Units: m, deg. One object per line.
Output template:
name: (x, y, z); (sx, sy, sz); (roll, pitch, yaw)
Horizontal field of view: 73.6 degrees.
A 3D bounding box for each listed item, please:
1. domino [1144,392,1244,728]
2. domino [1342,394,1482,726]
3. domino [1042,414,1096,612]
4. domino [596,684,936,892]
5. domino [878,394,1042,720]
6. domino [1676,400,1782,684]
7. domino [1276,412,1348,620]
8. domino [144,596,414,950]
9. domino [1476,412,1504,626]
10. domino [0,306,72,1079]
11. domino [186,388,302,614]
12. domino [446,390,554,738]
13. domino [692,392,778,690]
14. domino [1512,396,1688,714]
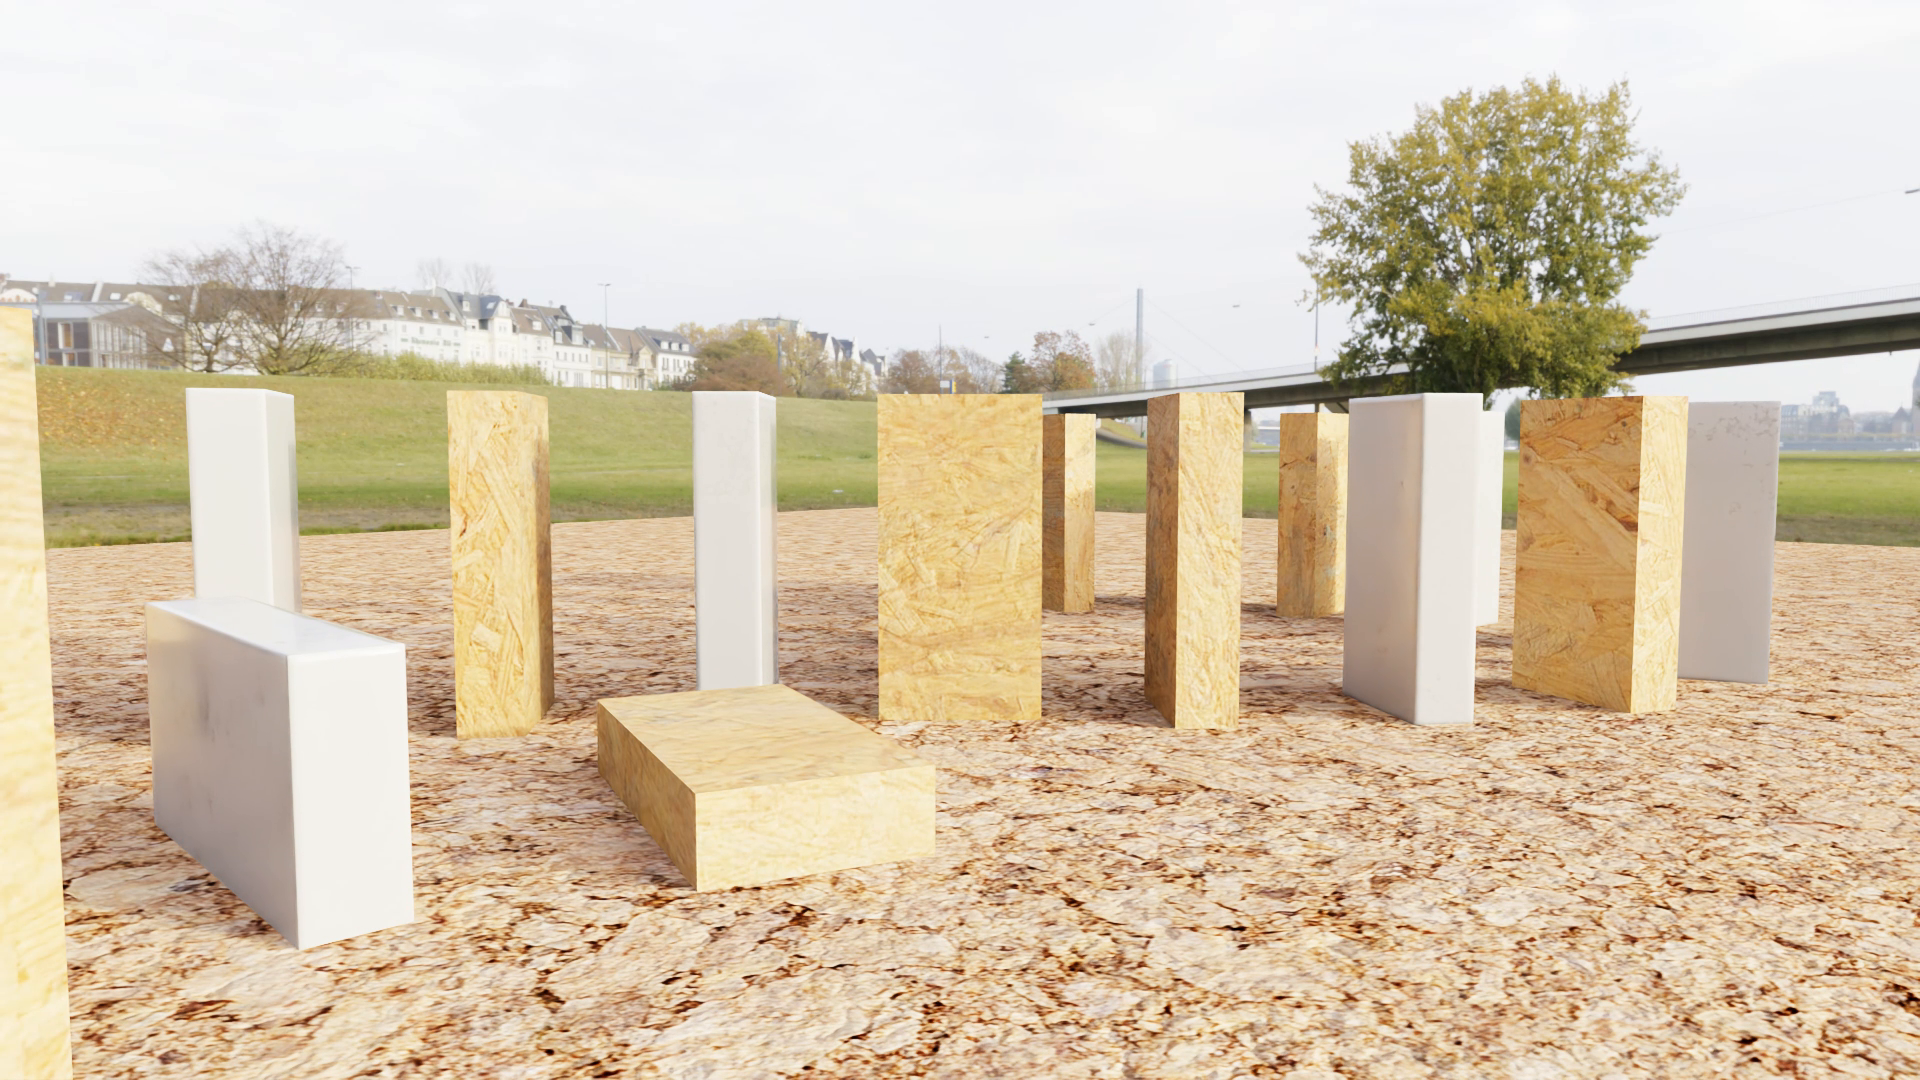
domino: (0.036, 0.002, 0.203); (0.009, 0.050, 0.025); (0, 4, -3)
domino: (0.072, 0.002, 0.205); (0.010, 0.050, 0.025); (-1, 4, -8)
domino: (0.024, -0.008, 0.336); (0.009, 0.050, 0.025); (-3, 5, -32)
domino: (-0.025, 0.027, 0.150); (0.025, 0.010, 0.050); (-2, 5, -26)
domino: (0.000, 0.002, 0.201); (0.025, 0.050, 0.010); (0, 4, 0)
domino: (0.134, 0.000, 0.235); (0.025, 0.050, 0.010); (2, 5, 26)
domino: (0.089, -0.007, 0.323); (0.010, 0.050, 0.025); (3, 5, 35)
domino: (-0.070, 0.020, 0.128); (0.009, 0.025, 0.050); (-4, 6, -44)
domino: (0.115, -0.005, 0.299); (0.025, 0.050, 0.010); (-4, 6, -40)
domino: (-0.060, 0.013, 0.063); (0.009, 0.050, 0.025); (1, 4, 17)
domino: (-0.104, 0.003, 0.188); (0.010, 0.050, 0.025); (-1, 5, -19)
domino: (-0.070, 0.003, 0.196); (0.009, 0.050, 0.025); (-1, 4, -8)
domino: (-0.034, 0.003, 0.199); (0.009, 0.050, 0.025); (0, 4, -2)
domino: (0.106, 0.001, 0.214); (0.010, 0.050, 0.025); (-2, 5, -20)
